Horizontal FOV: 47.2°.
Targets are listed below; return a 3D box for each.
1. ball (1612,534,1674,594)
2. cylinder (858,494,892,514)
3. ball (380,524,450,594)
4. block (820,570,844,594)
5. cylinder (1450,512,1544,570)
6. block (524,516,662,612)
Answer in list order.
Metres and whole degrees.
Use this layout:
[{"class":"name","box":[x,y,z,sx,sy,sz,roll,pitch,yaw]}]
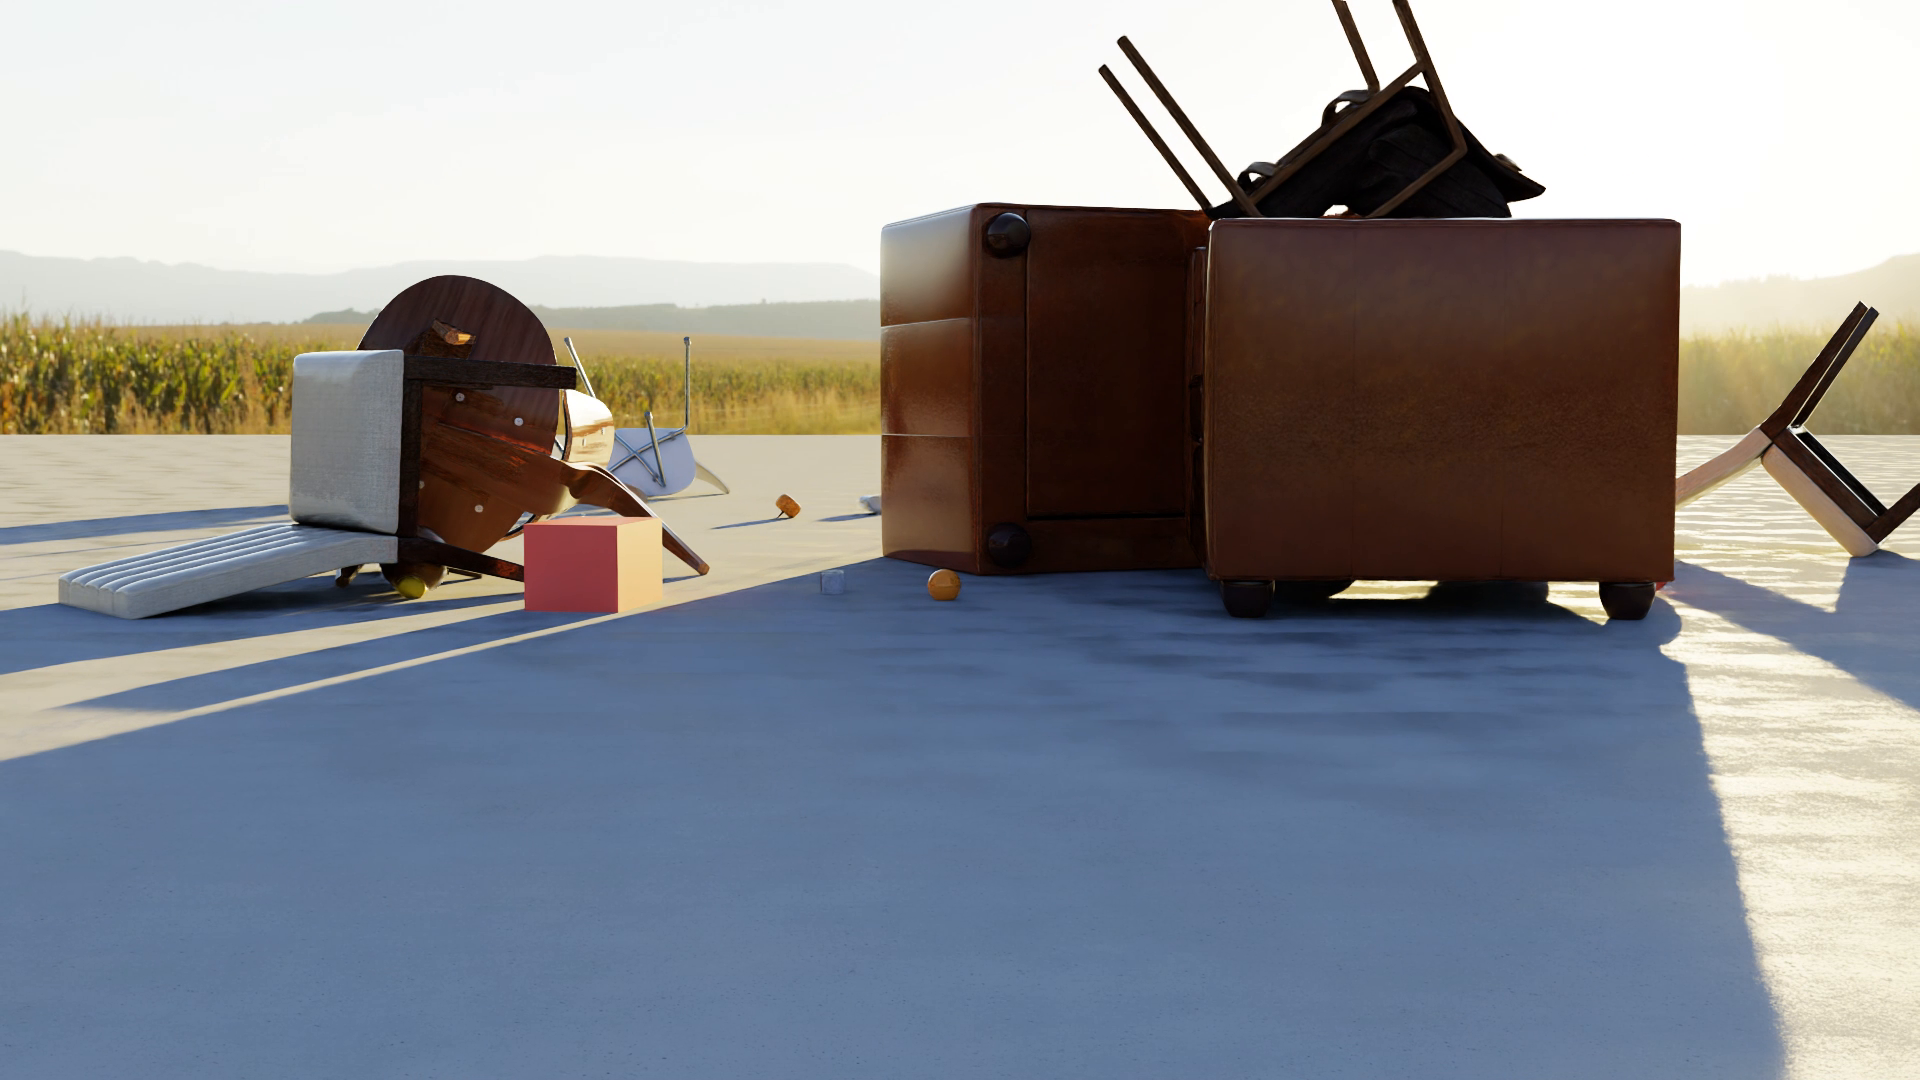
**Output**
[{"class":"ball","box":[1.495,0.054,4.816,0.130,0.130,0.130,0,4,0]},{"class":"cylinder","box":[-0.304,-0.130,7.959,0.101,0.059,0.088,20,-5,-25]},{"class":"ball","box":[-1.201,0.041,4.842,0.152,0.152,0.152,0,4,0]},{"class":"block","box":[-0.283,0.092,4.879,0.049,0.044,0.113,0,4,-5]},{"class":"cylinder","box":[1.346,0.002,5.514,0.180,0.122,0.186,-1,31,-8]},{"class":"block","box":[-0.758,0.048,4.562,0.199,0.176,0.276,1,4,11]}]
